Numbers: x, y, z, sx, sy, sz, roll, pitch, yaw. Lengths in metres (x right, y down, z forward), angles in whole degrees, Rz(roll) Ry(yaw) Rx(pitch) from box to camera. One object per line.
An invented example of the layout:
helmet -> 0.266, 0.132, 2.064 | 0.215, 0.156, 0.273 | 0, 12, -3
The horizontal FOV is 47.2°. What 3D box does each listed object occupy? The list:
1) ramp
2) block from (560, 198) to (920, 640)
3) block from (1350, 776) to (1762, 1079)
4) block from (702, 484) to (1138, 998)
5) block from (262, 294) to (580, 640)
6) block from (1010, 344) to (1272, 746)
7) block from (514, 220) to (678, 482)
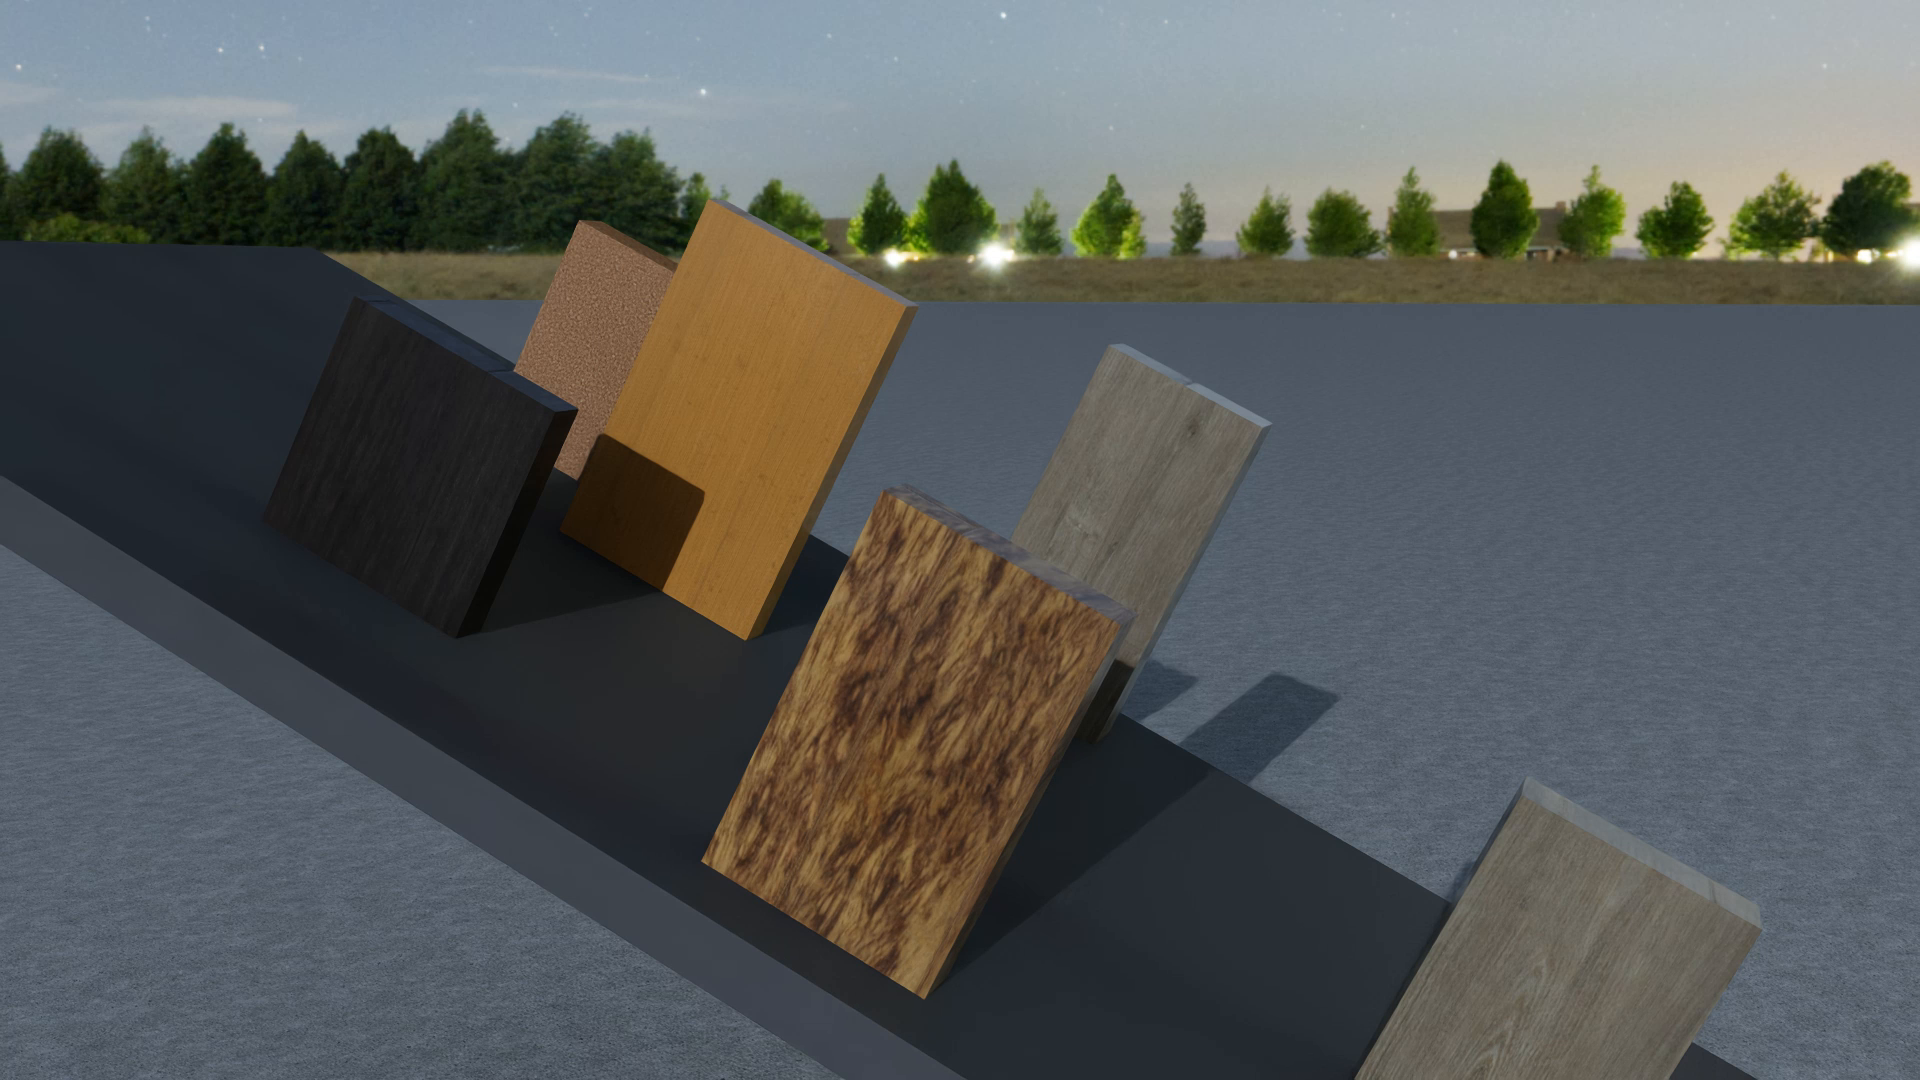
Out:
ramp -> -0.233, 0.390, 4.154 | 4.000, 0.100, 2.000 | 30, 14, 12
block -> -0.440, -0.234, 4.304 | 0.449, 0.733, 0.081 | 30, 14, 12
block -> 0.954, 0.749, 3.567 | 0.411, 0.589, 0.141 | 30, 14, 12
block -> -0.066, 0.296, 3.252 | 0.397, 0.641, 0.111 | 30, 14, 12
block -> -0.909, -0.125, 3.689 | 0.410, 0.429, 0.083 | 30, 14, 12
block -> 0.319, 0.008, 4.721 | 0.366, 0.773, 0.138 | 30, 14, 12
block -> -0.787, -0.402, 4.761 | 0.276, 0.504, 0.105 | 30, 14, 12
